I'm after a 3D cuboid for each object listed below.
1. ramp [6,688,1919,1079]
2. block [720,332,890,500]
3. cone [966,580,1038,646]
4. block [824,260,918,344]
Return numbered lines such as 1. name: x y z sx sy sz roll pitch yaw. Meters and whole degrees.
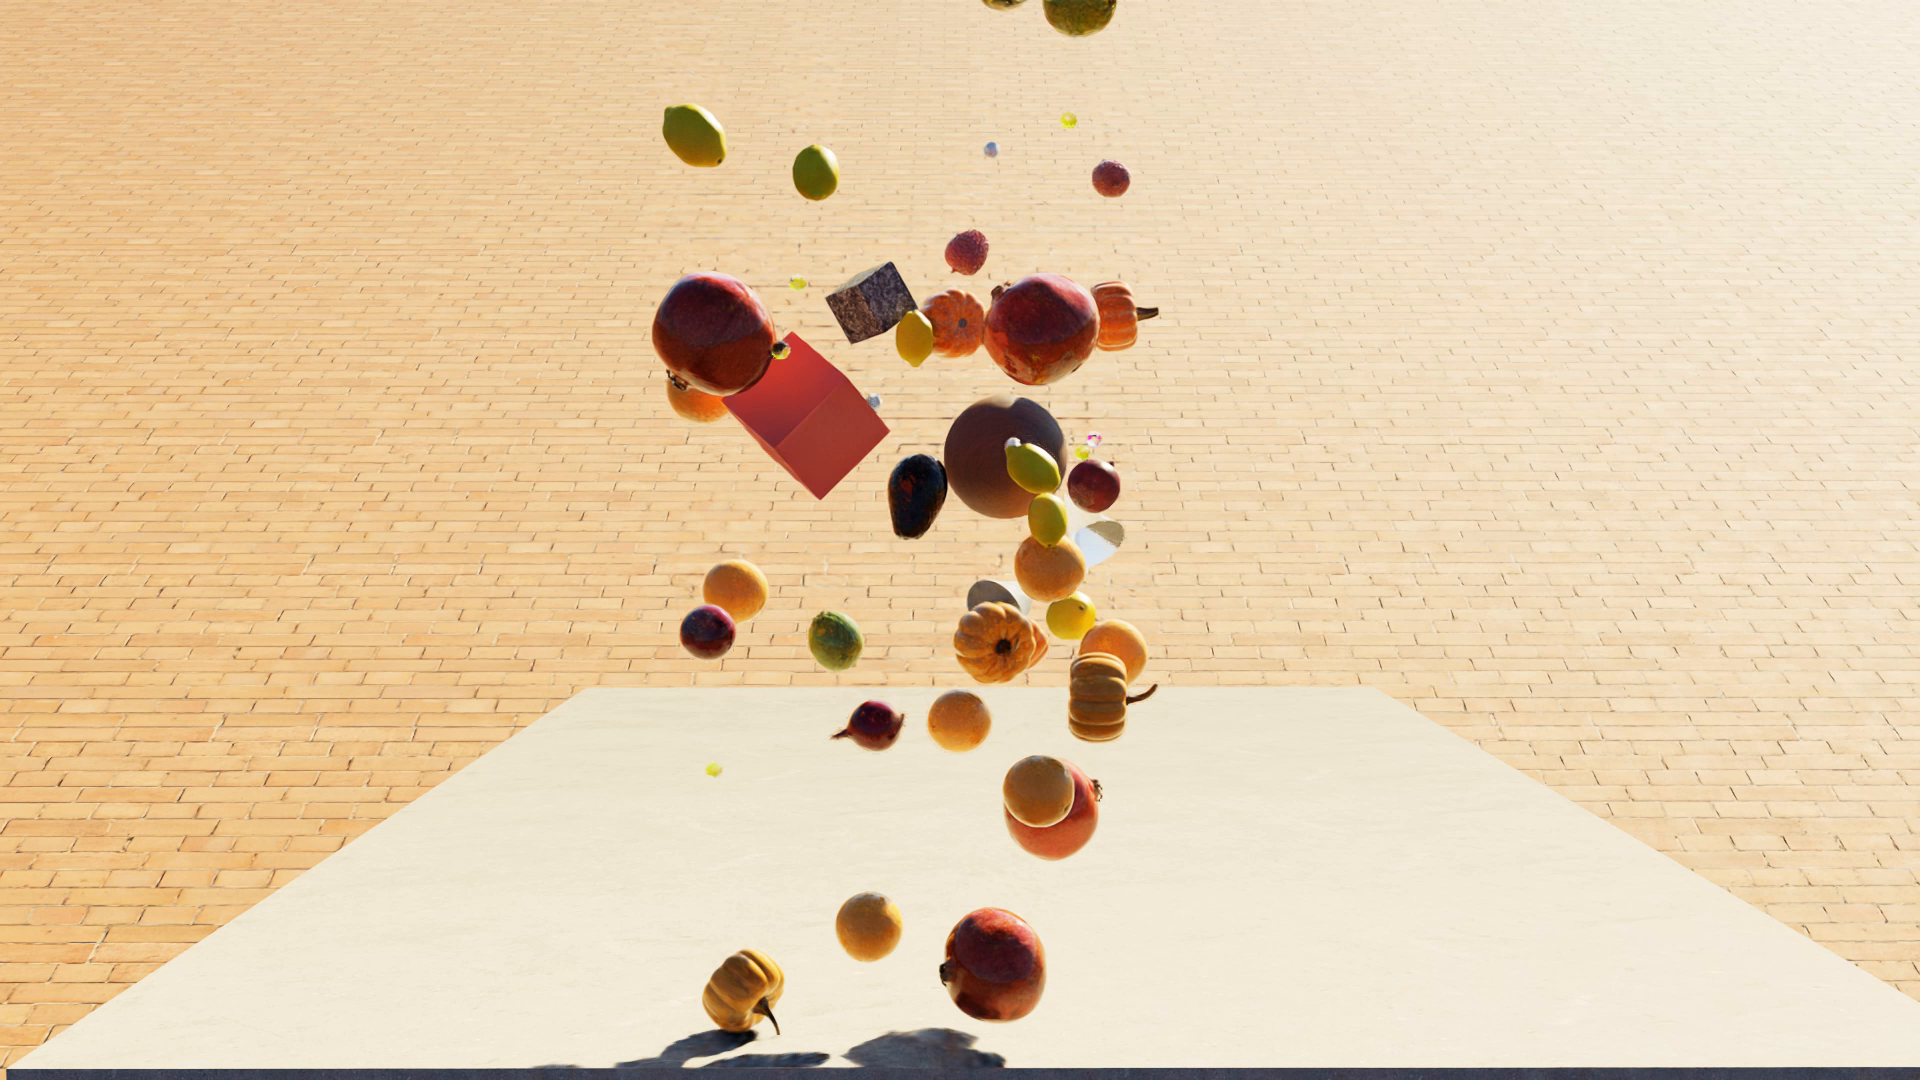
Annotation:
1. ramp: 0.055 0.498 4.545 2.000 0.100 4.000 0 2 0
2. block: -0.145 -0.116 2.416 0.094 0.094 0.094 -45 50 -5
3. cone: 0.063 0.065 2.882 0.080 0.080 0.080 18 35 34
4. block: -0.093 -0.250 2.717 0.058 0.058 0.058 -14 20 49
